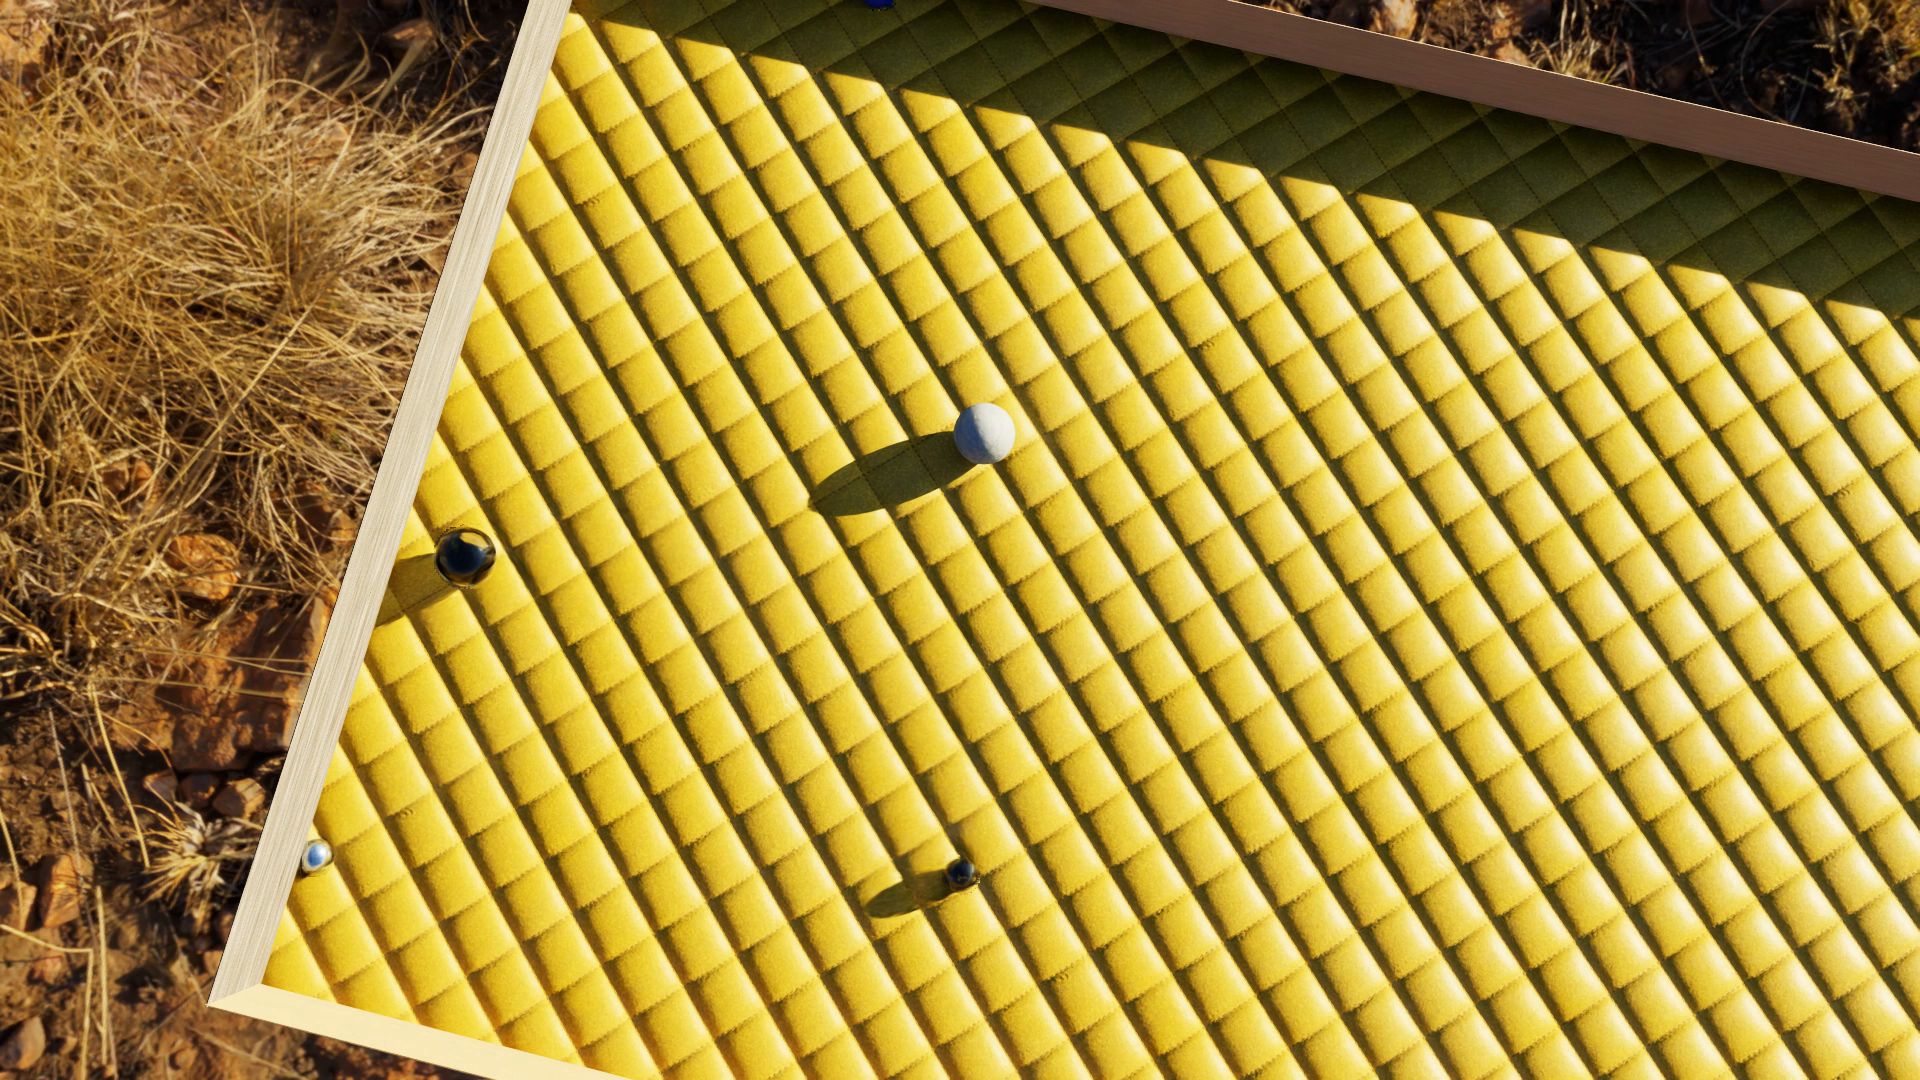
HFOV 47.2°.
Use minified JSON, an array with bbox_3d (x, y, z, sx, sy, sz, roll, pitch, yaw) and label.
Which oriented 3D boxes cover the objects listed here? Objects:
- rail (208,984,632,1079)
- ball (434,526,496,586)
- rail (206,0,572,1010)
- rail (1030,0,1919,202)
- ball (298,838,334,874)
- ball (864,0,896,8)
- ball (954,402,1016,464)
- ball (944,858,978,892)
[{"bbox_3d":[0.618,1.046,3.045,3.439,0.124,0.045,13,77,3],"label":"rail"},{"bbox_3d":[-0.744,0.025,3.312,0.091,0.091,0.091,0,76,0],"label":"ball"},{"bbox_3d":[-0.812,-0.201,3.350,0.045,0.124,1.854,13,77,3],"label":"rail"},{"bbox_3d":[1.051,-0.658,3.461,3.439,0.124,0.045,13,77,3],"label":"rail"},{"bbox_3d":[-0.946,0.463,3.225,0.052,0.052,0.052,0,76,0],"label":"ball"},{"bbox_3d":[-0.130,-0.891,3.550,0.064,0.064,0.064,0,76,0],"label":"ball"},{"bbox_3d":[0.037,-0.162,3.356,0.095,0.095,0.095,0,76,0],"label":"ball"},{"bbox_3d":[0.001,0.490,3.219,0.051,0.051,0.051,0,76,0],"label":"ball"}]
